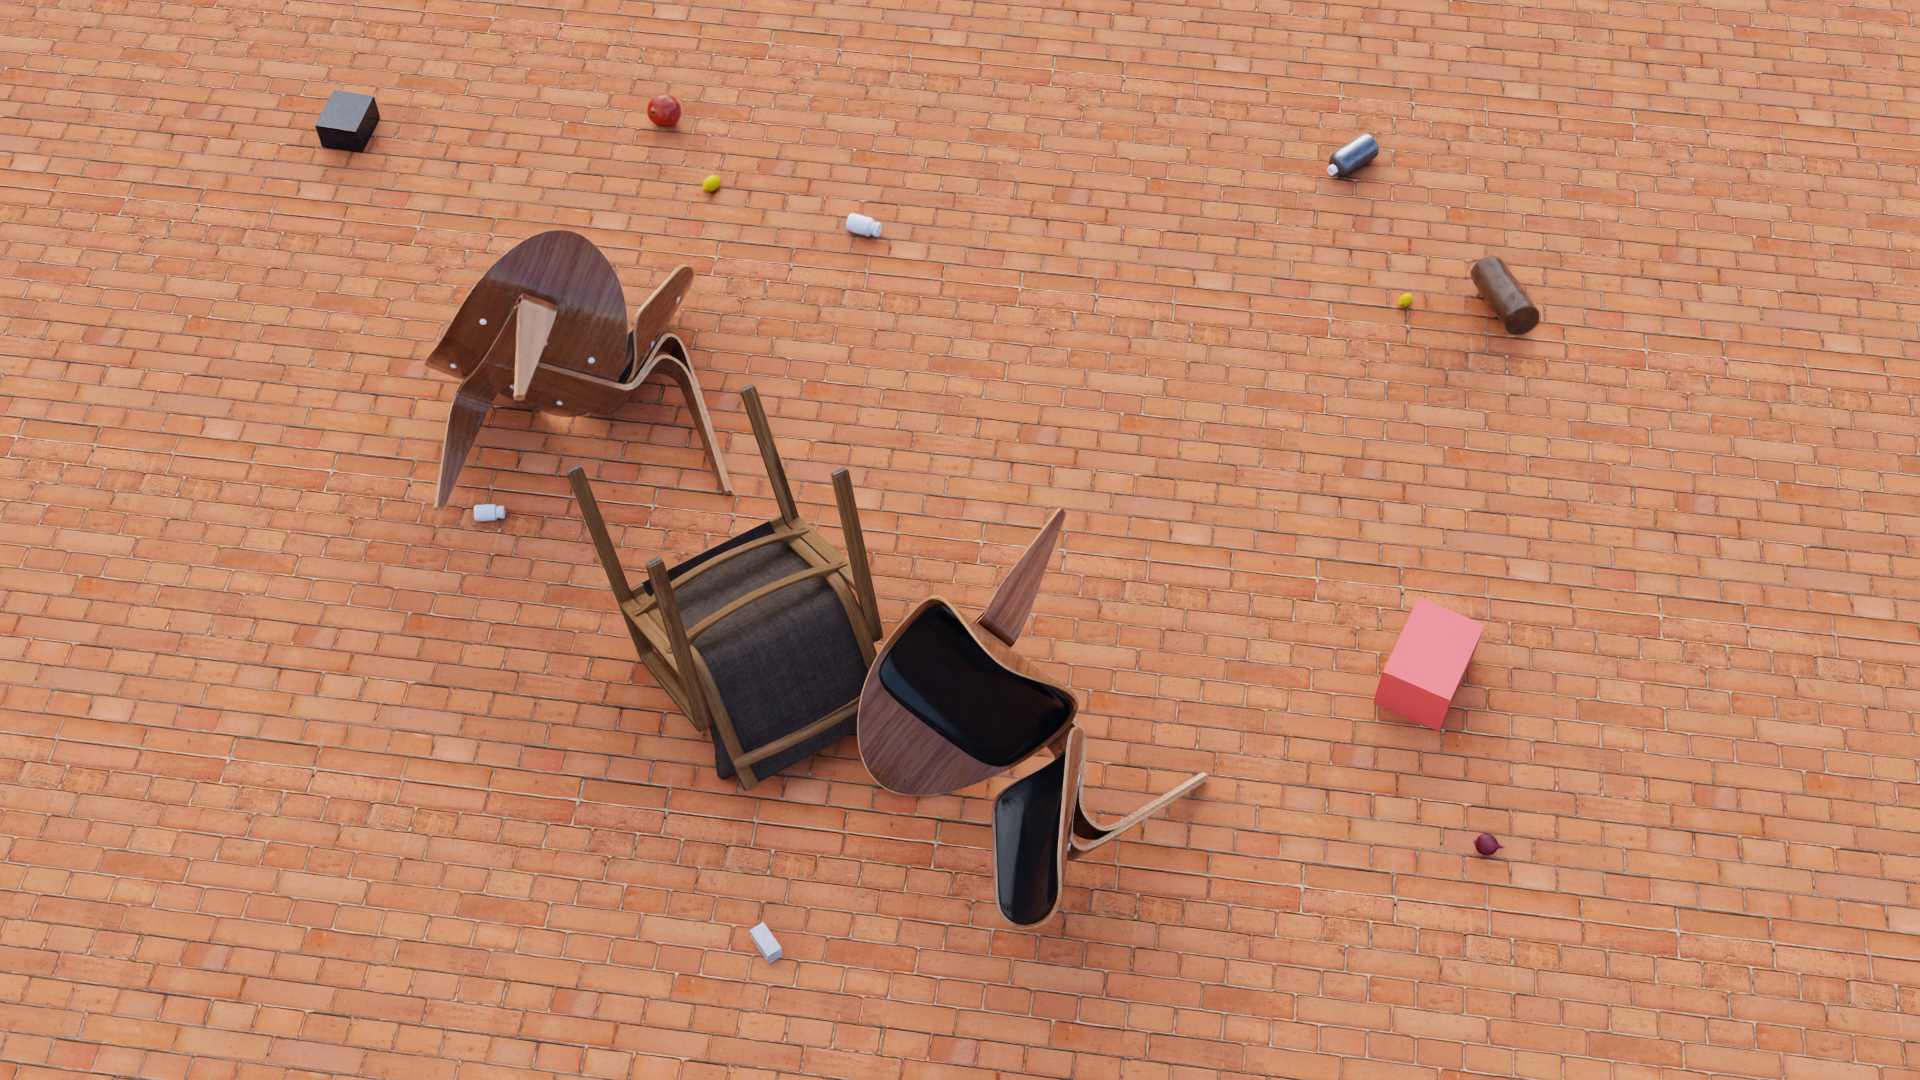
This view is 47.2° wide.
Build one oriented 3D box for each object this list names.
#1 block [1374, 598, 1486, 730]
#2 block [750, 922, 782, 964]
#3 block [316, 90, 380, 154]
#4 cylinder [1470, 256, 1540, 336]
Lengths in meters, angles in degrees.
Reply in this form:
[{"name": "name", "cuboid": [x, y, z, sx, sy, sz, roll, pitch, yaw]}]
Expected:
[{"name": "block", "cuboid": [1.328, 0.352, 6.232, 0.199, 0.176, 0.276, 24, 59, 15]}, {"name": "block", "cuboid": [-0.514, 1.068, 5.827, 0.043, 0.051, 0.090, -30, 61, -19]}, {"name": "block", "cuboid": [-2.078, -1.421, 7.466, 0.144, 0.102, 0.172, 10, 57, 7]}, {"name": "cylinder", "cuboid": [1.736, -0.778, 7.007, 0.112, 0.163, 0.225, -37, 57, 17]}]
